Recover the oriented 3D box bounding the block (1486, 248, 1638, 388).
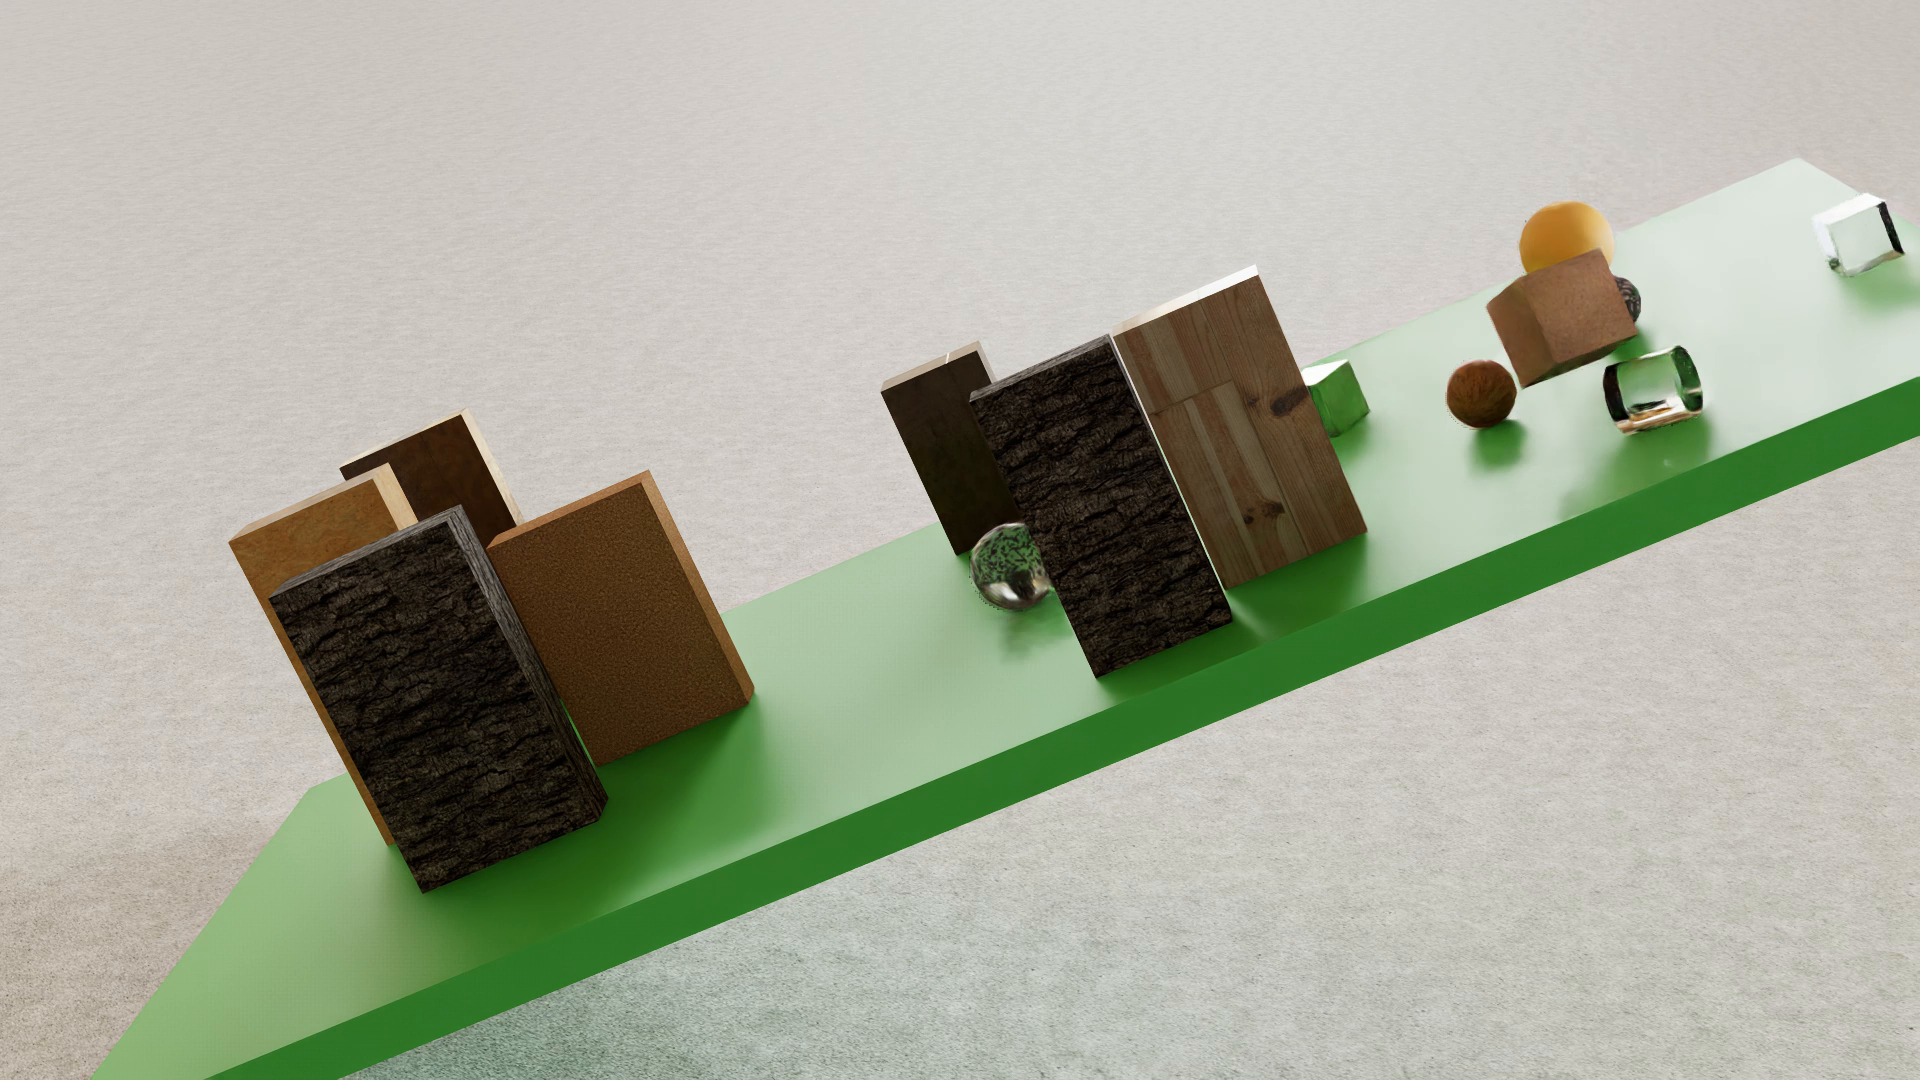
[{"bbox_3d":[1.132,-0.416,5.538,0.176,0.176,0.176,-21,-8,-14],"label":"block"}]

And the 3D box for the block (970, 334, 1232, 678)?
[{"bbox_3d":[0.263,-0.061,5.438,0.277,0.575,0.086,-23,13,8],"label":"block"}]

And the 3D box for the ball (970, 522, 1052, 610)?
[{"bbox_3d":[0.114,0.055,6.142,0.182,0.182,0.182,0,15,0],"label":"ball"}]

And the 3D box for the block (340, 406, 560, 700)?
[{"bbox_3d":[-1.197,0.079,7.213,0.334,0.741,0.084,-23,13,8],"label":"block"}]

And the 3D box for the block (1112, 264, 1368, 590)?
[{"bbox_3d":[0.535,-0.213,5.619,0.296,0.541,0.106,-23,13,8],"label":"block"}]

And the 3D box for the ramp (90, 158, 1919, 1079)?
[{"bbox_3d":[0.132,0.170,6.284,4.000,0.100,2.000,-23,13,8],"label":"ramp"}]

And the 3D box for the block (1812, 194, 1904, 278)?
[{"bbox_3d":[1.781,-0.604,5.836,0.117,0.117,0.117,-24,13,5],"label":"block"}]

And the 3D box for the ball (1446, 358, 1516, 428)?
[{"bbox_3d":[1.046,-0.294,5.908,0.139,0.139,0.139,0,15,0],"label":"ball"}]

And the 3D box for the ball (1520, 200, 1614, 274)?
[{"bbox_3d":[1.263,-0.610,6.124,0.194,0.194,0.194,0,15,0],"label":"ball"}]

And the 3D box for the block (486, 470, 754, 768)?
[{"bbox_3d":[-0.738,0.173,6.430,0.373,0.543,0.116,-23,13,8],"label":"block"}]

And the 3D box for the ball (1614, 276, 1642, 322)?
[{"bbox_3d":[1.366,-0.492,6.156,0.119,0.119,0.119,0,15,0],"label":"ball"}]

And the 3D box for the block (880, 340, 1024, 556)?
[{"bbox_3d":[0.017,-0.214,6.846,0.244,0.426,0.118,-23,13,8],"label":"block"}]

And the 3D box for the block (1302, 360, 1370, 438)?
[{"bbox_3d":[0.791,-0.301,6.436,0.128,0.128,0.128,-10,19,48],"label":"block"}]

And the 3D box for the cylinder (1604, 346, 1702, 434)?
[{"bbox_3d":[1.276,-0.275,5.415,0.134,0.134,0.134,-16,4,34],"label":"cylinder"}]

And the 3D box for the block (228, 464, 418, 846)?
[{"bbox_3d":[-1.279,0.258,6.574,0.360,0.772,0.146,-23,13,8],"label":"block"}]

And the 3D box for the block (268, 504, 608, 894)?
[{"bbox_3d":[-1.070,0.330,6.066,0.408,0.696,0.136,-23,13,8],"label":"block"}]
